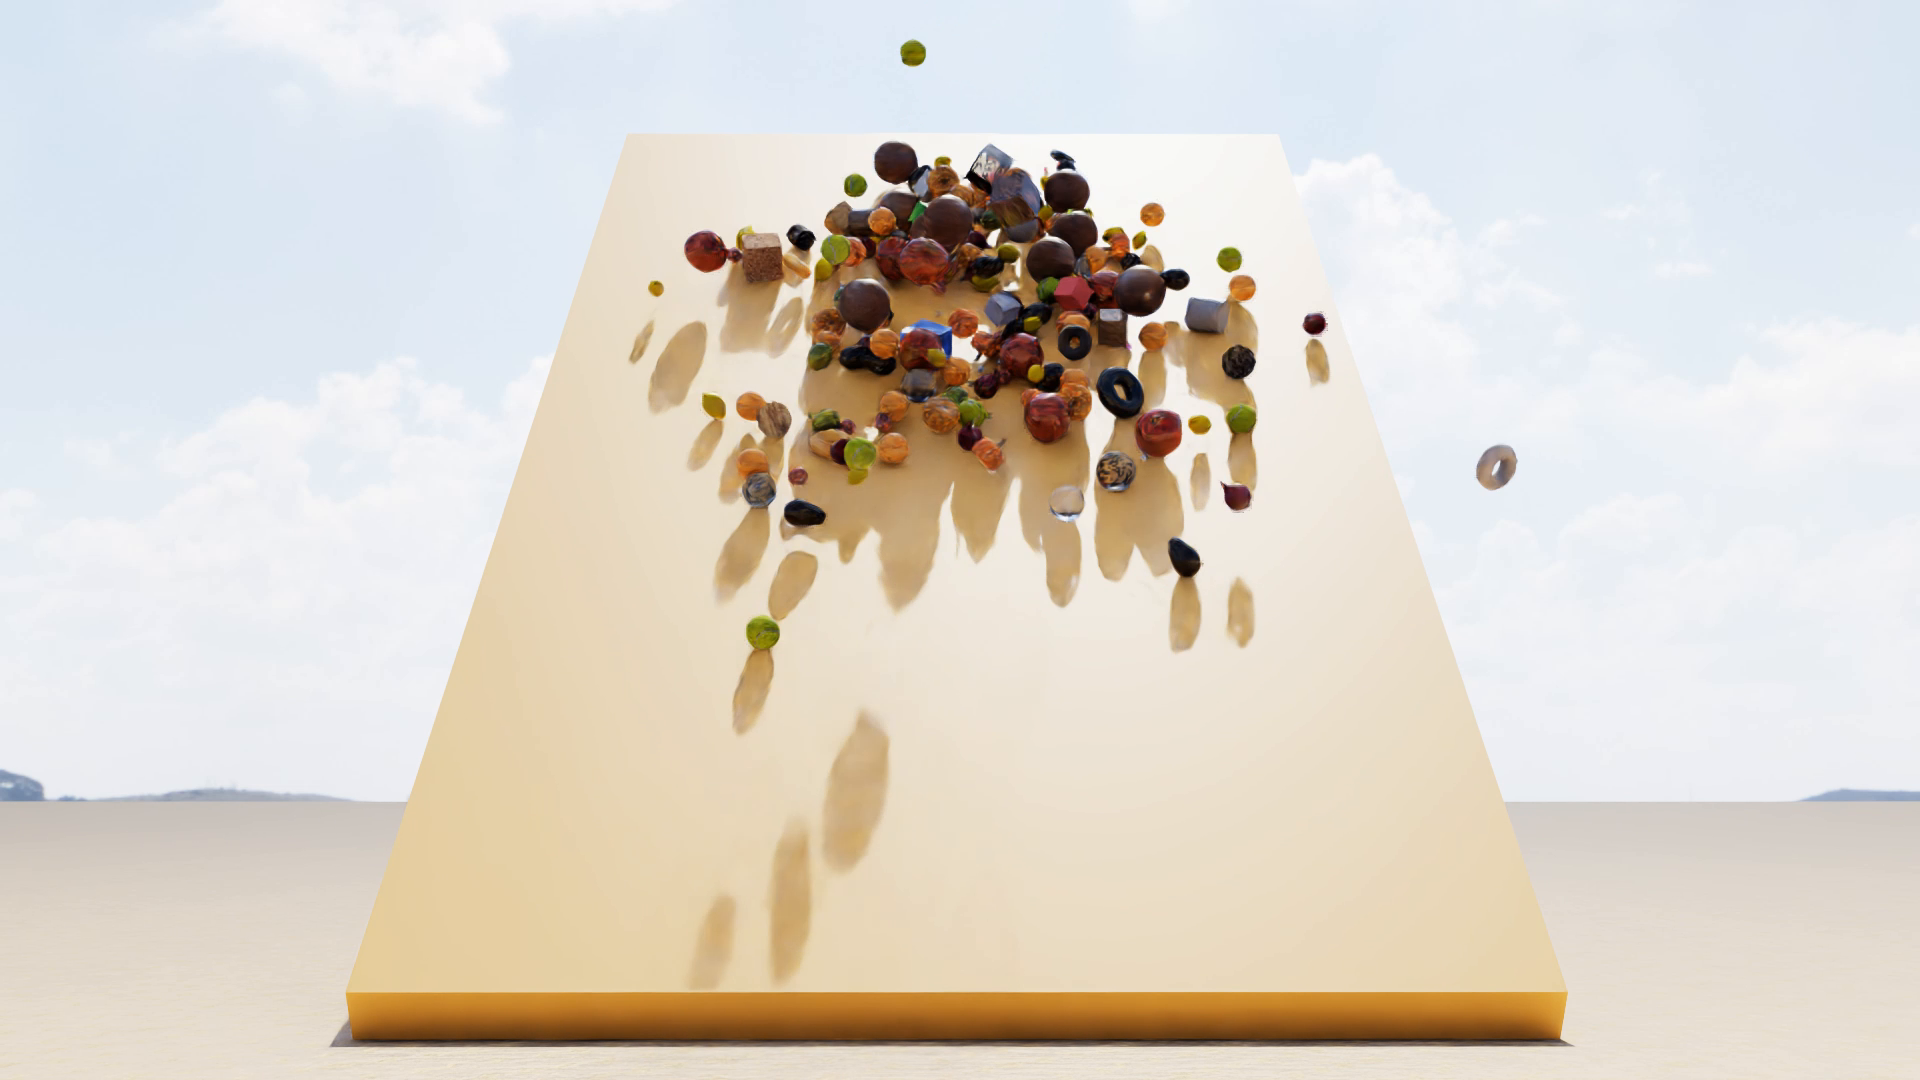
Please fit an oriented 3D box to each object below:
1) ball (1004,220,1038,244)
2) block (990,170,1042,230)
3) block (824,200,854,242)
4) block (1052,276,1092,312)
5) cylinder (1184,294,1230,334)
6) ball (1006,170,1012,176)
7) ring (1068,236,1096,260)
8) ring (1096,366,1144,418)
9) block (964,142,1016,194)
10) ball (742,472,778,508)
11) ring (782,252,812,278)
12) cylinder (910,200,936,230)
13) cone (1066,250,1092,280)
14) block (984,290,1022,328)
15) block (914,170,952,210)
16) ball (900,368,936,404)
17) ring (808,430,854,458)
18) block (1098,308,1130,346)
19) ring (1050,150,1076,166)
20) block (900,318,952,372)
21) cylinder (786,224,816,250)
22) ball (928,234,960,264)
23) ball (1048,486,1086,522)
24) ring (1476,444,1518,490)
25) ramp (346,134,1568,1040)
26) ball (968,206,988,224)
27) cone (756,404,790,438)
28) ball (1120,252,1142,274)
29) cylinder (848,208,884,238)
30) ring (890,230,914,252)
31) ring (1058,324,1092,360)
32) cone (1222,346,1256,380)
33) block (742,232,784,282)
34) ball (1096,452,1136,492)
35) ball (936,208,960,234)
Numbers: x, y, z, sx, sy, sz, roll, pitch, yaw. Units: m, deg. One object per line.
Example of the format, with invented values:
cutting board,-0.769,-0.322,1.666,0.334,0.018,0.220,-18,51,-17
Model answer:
ball,0.166,-0.846,6.518,0.090,0.090,0.090,0,-6,0
block,0.146,-0.896,6.349,0.094,0.094,0.094,-15,-43,27
block,-0.325,-0.880,6.659,0.068,0.068,0.068,-40,-12,-20
block,0.289,-0.630,6.169,0.062,0.062,0.062,2,-35,42
cylinder,0.631,-0.576,6.156,0.087,0.087,0.087,12,-1,23
ball,0.123,-1.053,7.009,0.067,0.067,0.067,0,-6,0
ring,0.334,-0.797,6.585,0.079,0.079,0.026,-1,-40,14
ring,0.382,-0.351,5.742,0.131,0.131,0.044,4,-23,-35
block,0.085,-1.048,6.814,0.090,0.090,0.090,34,36,-1
ball,-0.444,-0.110,5.349,0.077,0.077,0.077,0,-6,0
ring,-0.432,-0.726,6.386,0.092,0.031,0.092,39,-3,3
cylinder,-0.099,-0.868,6.438,0.057,0.057,0.057,26,12,-6
cone,0.325,-0.737,6.425,0.072,0.072,0.072,13,-4,1
block,0.106,-0.573,5.982,0.058,0.058,0.058,-20,-30,-35
block,-0.077,-0.973,6.696,0.066,0.066,0.066,20,-59,-37
ball,-0.099,-0.371,5.798,0.086,0.086,0.086,0,-6,0
ring,-0.298,-0.223,5.590,0.105,0.035,0.105,1,29,0
block,0.389,-0.538,6.108,0.071,0.071,0.071,4,30,7
ring,0.303,-1.124,7.102,0.080,0.027,0.080,27,2,-1
block,-0.083,-0.480,5.983,0.091,0.091,0.091,21,36,31
cylinder,-0.437,-0.833,6.631,0.057,0.057,0.057,5,24,-40
ball,-0.044,-0.782,6.492,0.084,0.084,0.084,0,-6,0
ball,0.235,-0.080,5.297,0.081,0.081,0.081,0,-6,0
ring,1.229,-0.167,5.524,0.112,0.112,0.037,5,20,-37
ramp,-0.013,-0.211,5.707,2.000,0.100,4.000,0,30,0
ball,0.050,-0.911,6.776,0.053,0.053,0.053,0,-6,0
cone,-0.426,-0.283,5.691,0.085,0.085,0.085,-2,9,17
ball,0.440,-0.714,6.214,0.052,0.052,0.052,0,-6,0
cylinder,-0.254,-0.857,6.518,0.076,0.076,0.076,-1,-6,21
ring,-0.156,-0.813,6.560,0.075,0.025,0.075,36,-18,14
ring,0.281,-0.483,5.907,0.087,0.087,0.029,-2,4,20
cone,0.684,-0.442,5.963,0.083,0.083,0.083,0,9,1
block,-0.529,-0.757,6.458,0.097,0.097,0.097,-6,30,-10
ball,0.350,-0.154,5.419,0.090,0.090,0.090,0,-6,0
ball,-0.032,-0.888,6.718,0.070,0.070,0.070,0,-6,0
